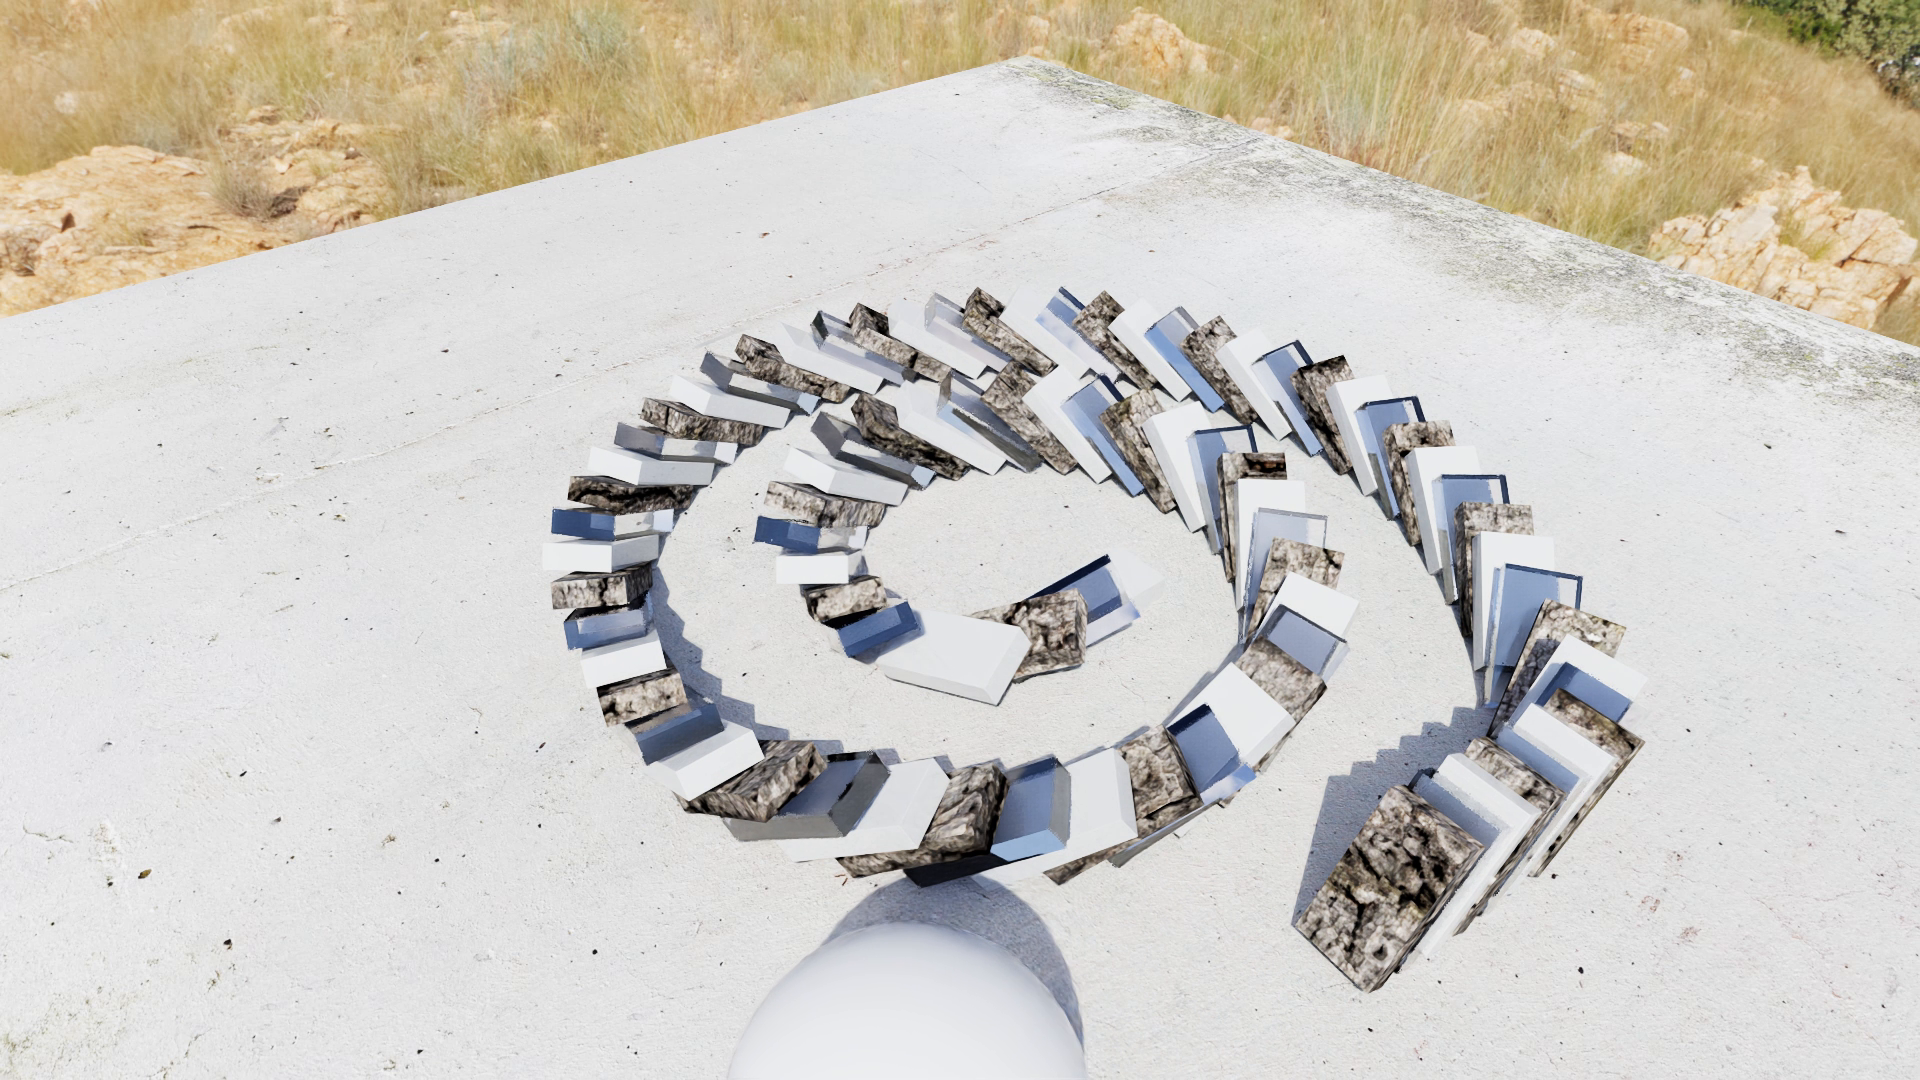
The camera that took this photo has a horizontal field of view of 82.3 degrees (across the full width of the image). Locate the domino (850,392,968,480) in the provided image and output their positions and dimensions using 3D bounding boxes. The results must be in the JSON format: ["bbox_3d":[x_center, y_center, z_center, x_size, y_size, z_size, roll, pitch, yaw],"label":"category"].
[{"bbox_3d":[-0.022,-0.045,0.476,0.050,0.009,0.025,22,27,-34],"label":"domino"}]

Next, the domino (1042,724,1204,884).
[{"bbox_3d":[0.045,0.078,0.326,0.050,0.010,0.025,-34,39,15],"label":"domino"}]

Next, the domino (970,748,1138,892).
[{"bbox_3d":[0.026,0.082,0.322,0.050,0.009,0.025,-27,34,22],"label":"domino"}]

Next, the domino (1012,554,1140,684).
[{"bbox_3d":[0.036,0.028,0.390,0.050,0.009,0.025,-30,42,10],"label":"domino"}]

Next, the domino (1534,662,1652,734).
[{"bbox_3d":[0.183,0.065,0.336,0.010,0.050,0.025,15,19,-50],"label":"domino"}]

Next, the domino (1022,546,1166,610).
[{"bbox_3d":[0.051,0.022,0.417,0.050,0.009,0.025,-26,46,-28],"label":"domino"}]

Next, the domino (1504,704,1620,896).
[{"bbox_3d":[0.165,0.076,0.323,0.009,0.050,0.025,16,20,-48],"label":"domino"}]

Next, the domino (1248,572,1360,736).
[{"bbox_3d":[0.113,0.039,0.375,0.025,0.009,0.050,26,81,28],"label":"domino"}]

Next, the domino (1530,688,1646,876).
[{"bbox_3d":[0.175,0.072,0.327,0.010,0.050,0.025,16,20,-48],"label":"domino"}]

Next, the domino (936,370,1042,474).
[{"bbox_3d":[0.014,-0.052,0.485,0.050,0.010,0.025,30,35,-20],"label":"domino"}]

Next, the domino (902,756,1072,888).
[{"bbox_3d":[0.008,0.083,0.321,0.050,0.010,0.025,-24,32,26],"label":"domino"}]

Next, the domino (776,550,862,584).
[{"bbox_3d":[-0.052,0.010,0.409,0.025,0.009,0.050,-1,2,0],"label":"domino"}]

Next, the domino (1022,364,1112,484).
[{"bbox_3d":[0.053,-0.052,0.485,0.050,0.010,0.025,48,50,0],"label":"domino"}]

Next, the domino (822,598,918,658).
[{"bbox_3d":[-0.032,0.030,0.381,0.025,0.009,0.050,-22,3,-13],"label":"domino"}]

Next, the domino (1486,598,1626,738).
[{"bbox_3d":[0.197,0.047,0.364,0.025,0.010,0.050,24,80,24],"label":"domino"}]

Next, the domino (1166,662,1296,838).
[{"bbox_3d":[0.077,0.065,0.343,0.050,0.010,0.025,-45,49,1],"label":"domino"}]

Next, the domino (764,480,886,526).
[{"bbox_3d":[-0.053,-0.014,0.440,0.025,0.010,0.050,20,8,22],"label":"domino"}]

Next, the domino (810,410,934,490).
[{"bbox_3d":[-0.037,-0.038,0.467,0.050,0.010,0.025,17,22,-43],"label":"domino"}]

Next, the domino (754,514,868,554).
[{"bbox_3d":[-0.057,-0.003,0.425,0.025,0.010,0.050,12,5,14],"label":"domino"}]

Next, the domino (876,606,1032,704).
[{"bbox_3d":[-0.003,0.039,0.377,0.050,0.009,0.025,7,54,41],"label":"domino"}]

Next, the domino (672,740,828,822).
[{"bbox_3d":[-0.065,0.072,0.334,0.050,0.009,0.025,-11,22,49],"label":"domino"}]

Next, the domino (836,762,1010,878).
[{"bbox_3d":[-0.011,0.082,0.322,0.050,0.010,0.025,-20,29,32],"label":"domino"}]

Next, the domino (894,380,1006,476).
[{"bbox_3d":[-0.004,-0.049,0.482,0.050,0.010,0.025,25,30,-27],"label":"domino"}]

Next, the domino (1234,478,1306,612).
[{"bbox_3d":[0.118,0.002,0.420,0.025,0.009,0.050,2,74,2],"label":"domino"}]

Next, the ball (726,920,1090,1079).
[{"bbox_3d":[-0.011,0.124,0.236,0.080,0.080,0.080,0,39,0],"label":"ball"}]

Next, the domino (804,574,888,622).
[{"bbox_3d":[-0.042,0.020,0.394,0.025,0.009,0.050,-13,2,-10],"label":"domino"}]

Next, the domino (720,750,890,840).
[{"bbox_3d":[-0.047,0.077,0.329,0.050,0.010,0.025,-15,25,41],"label":"domino"}]

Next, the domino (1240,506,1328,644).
[{"bbox_3d":[0.119,0.014,0.405,0.025,0.010,0.050,8,74,10],"label":"domino"}]

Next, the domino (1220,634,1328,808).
[{"bbox_3d":[0.091,0.058,0.352,0.050,0.009,0.025,-49,52,-2],"label":"domino"}]

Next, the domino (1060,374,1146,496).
[{"bbox_3d":[0.069,-0.046,0.478,0.025,0.010,0.050,-36,87,-36],"label":"domino"}]

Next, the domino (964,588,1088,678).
[{"bbox_3d":[0.019,0.035,0.381,0.050,0.009,0.025,-15,43,24],"label":"domino"}]

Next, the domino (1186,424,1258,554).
[{"bbox_3d":[0.111,-0.021,0.447,0.025,0.010,0.050,-7,75,-9],"label":"domino"}]

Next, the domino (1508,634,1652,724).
[{"bbox_3d":[0.189,0.058,0.345,0.025,0.050,0.009,37,14,36],"label":"domino"}]

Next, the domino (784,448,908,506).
[{"bbox_3d":[-0.046,-0.026,0.453,0.025,0.009,0.050,28,10,30],"label":"domino"}]

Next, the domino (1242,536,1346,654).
[{"bbox_3d":[0.117,0.026,0.390,0.025,0.009,0.050,15,77,17],"label":"domino"}]

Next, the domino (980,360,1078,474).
[{"bbox_3d":[0.034,-0.055,0.488,0.050,0.010,0.025,41,43,-8],"label":"domino"}]

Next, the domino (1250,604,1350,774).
[{"bbox_3d":[0.103,0.049,0.363,0.025,0.010,0.050,33,84,33],"label":"domino"}]

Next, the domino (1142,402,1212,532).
[{"bbox_3d":[0.098,-0.031,0.459,0.025,0.010,0.050,-19,79,-22],"label":"domino"}]

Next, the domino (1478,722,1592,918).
[{"bbox_3d":[0.154,0.080,0.316,0.009,0.050,0.025,6,27,-45],"label":"domino"}]

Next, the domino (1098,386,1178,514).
[{"bbox_3d":[0.084,-0.039,0.469,0.025,0.009,0.050,-29,82,-30],"label":"domino"}]

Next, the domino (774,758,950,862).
[{"bbox_3d":[-0.029,0.080,0.325,0.050,0.010,0.025,-17,27,36],"label":"domino"}]

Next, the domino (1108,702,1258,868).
[{"bbox_3d":[0.061,0.074,0.333,0.050,0.010,0.025,-36,41,9],"label":"domino"}]

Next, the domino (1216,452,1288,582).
[{"bbox_3d":[0.117,-0.009,0.433,0.025,0.009,0.050,-1,74,-2],"label":"domino"}]
